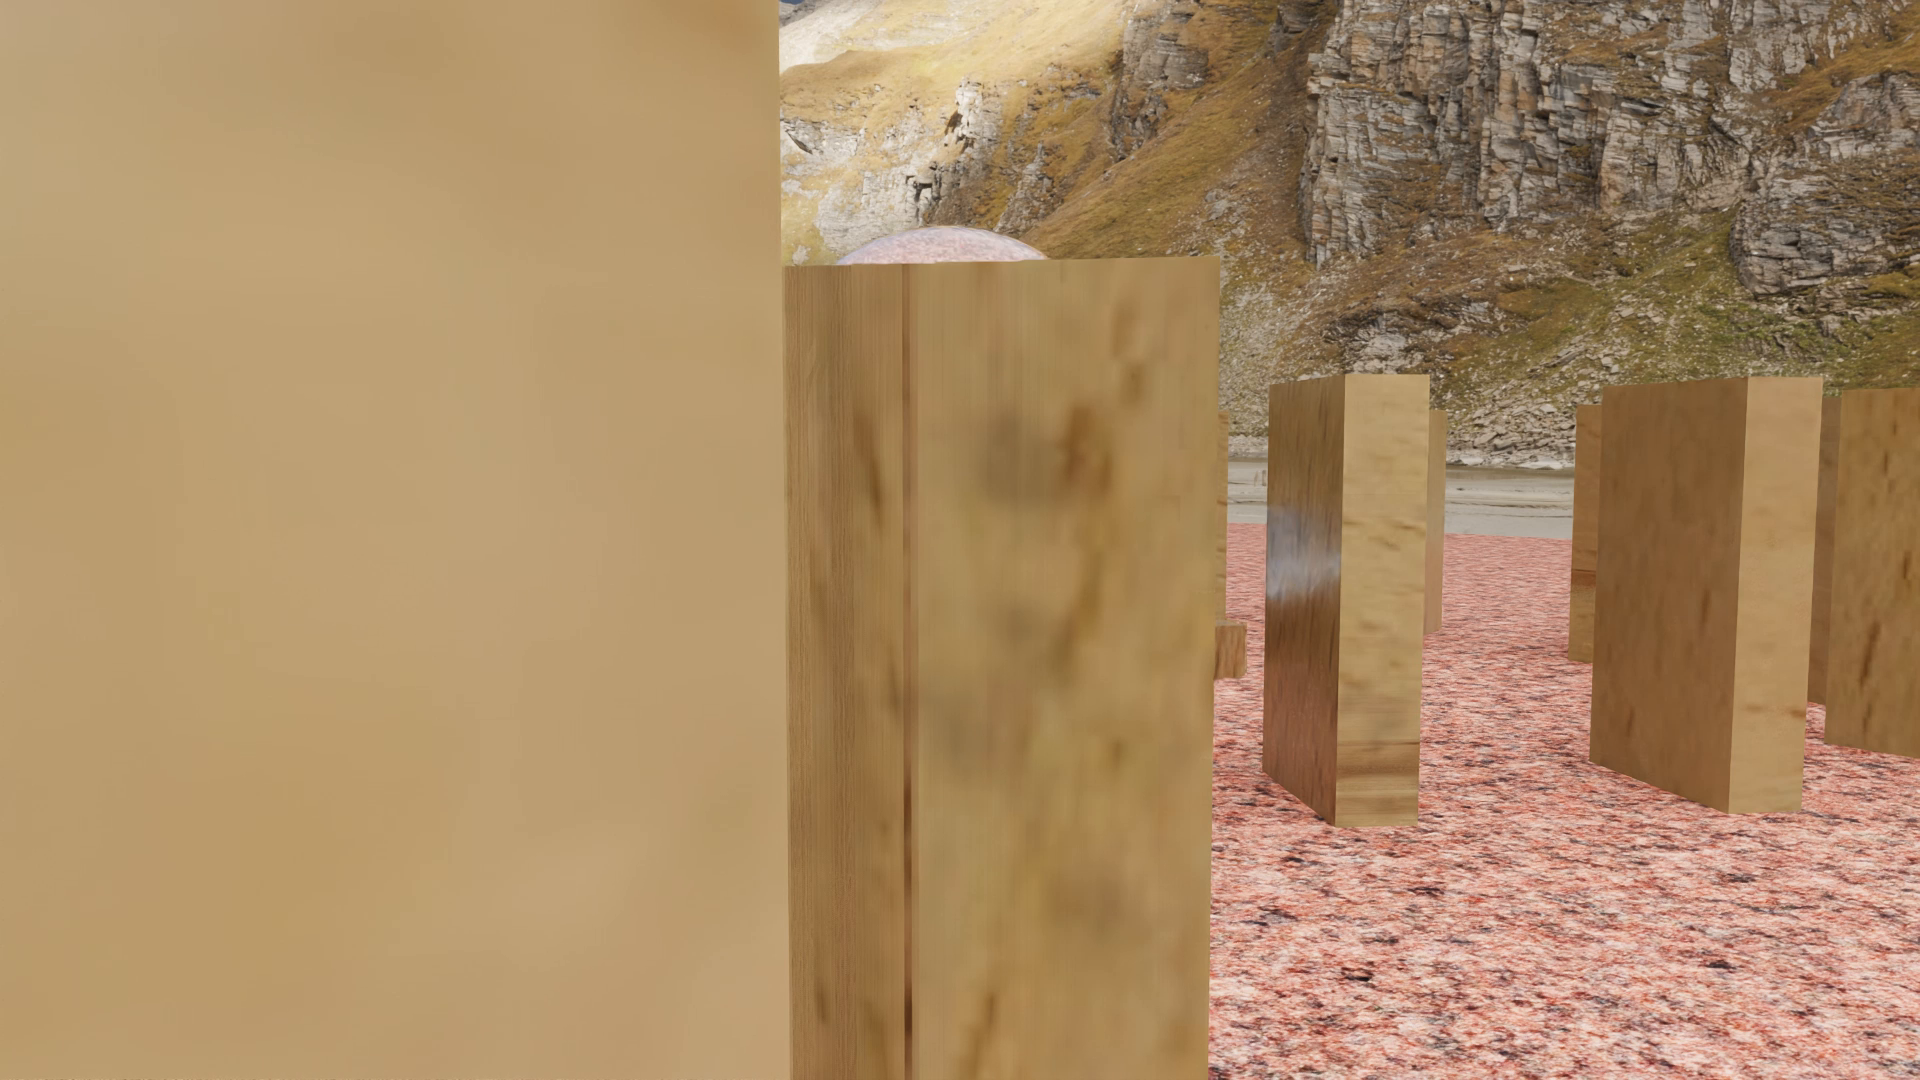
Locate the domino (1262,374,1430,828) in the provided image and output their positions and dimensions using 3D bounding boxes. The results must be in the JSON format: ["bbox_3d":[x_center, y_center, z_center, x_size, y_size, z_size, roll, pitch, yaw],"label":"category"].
[{"bbox_3d":[0.045,0.006,0.153,0.010,0.050,0.025,0,4,-5],"label":"domino"}]

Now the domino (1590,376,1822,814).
[{"bbox_3d":[0.091,0.006,0.159,0.010,0.050,0.025,-1,4,-9],"label":"domino"}]

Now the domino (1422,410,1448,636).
[{"bbox_3d":[0.100,-0.004,0.286,0.009,0.050,0.025,3,5,36],"label":"domino"}]

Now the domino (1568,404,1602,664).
[{"bbox_3d":[0.133,-0.002,0.254,0.025,0.050,0.010,-3,5,-36],"label":"domino"}]

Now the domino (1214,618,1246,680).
[{"bbox_3d":[0.030,0.019,0.250,0.025,0.009,0.050,-3,5,-27],"label":"domino"}]

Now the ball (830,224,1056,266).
[{"bbox_3d":[-0.003,-0.025,0.271,0.080,0.080,0.080,0,4,0],"label":"ball"}]

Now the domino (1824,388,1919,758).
[{"bbox_3d":[0.134,0.005,0.174,0.009,0.050,0.025,-3,5,-36],"label":"domino"}]

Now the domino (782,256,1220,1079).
[{"bbox_3d":[-0.001,0.013,0.060,0.025,0.050,0.010,1,4,10],"label":"domino"}]

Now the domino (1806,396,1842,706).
[{"bbox_3d":[0.152,0.002,0.213,0.025,0.050,0.009,-1,4,-9],"label":"domino"}]

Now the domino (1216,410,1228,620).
[{"bbox_3d":[0.058,-0.005,0.305,0.009,0.050,0.025,1,4,9],"label":"domino"}]

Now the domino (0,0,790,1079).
[{"bbox_3d":[-0.015,0.016,0.016,0.025,0.050,0.010,3,5,30],"label":"domino"}]
